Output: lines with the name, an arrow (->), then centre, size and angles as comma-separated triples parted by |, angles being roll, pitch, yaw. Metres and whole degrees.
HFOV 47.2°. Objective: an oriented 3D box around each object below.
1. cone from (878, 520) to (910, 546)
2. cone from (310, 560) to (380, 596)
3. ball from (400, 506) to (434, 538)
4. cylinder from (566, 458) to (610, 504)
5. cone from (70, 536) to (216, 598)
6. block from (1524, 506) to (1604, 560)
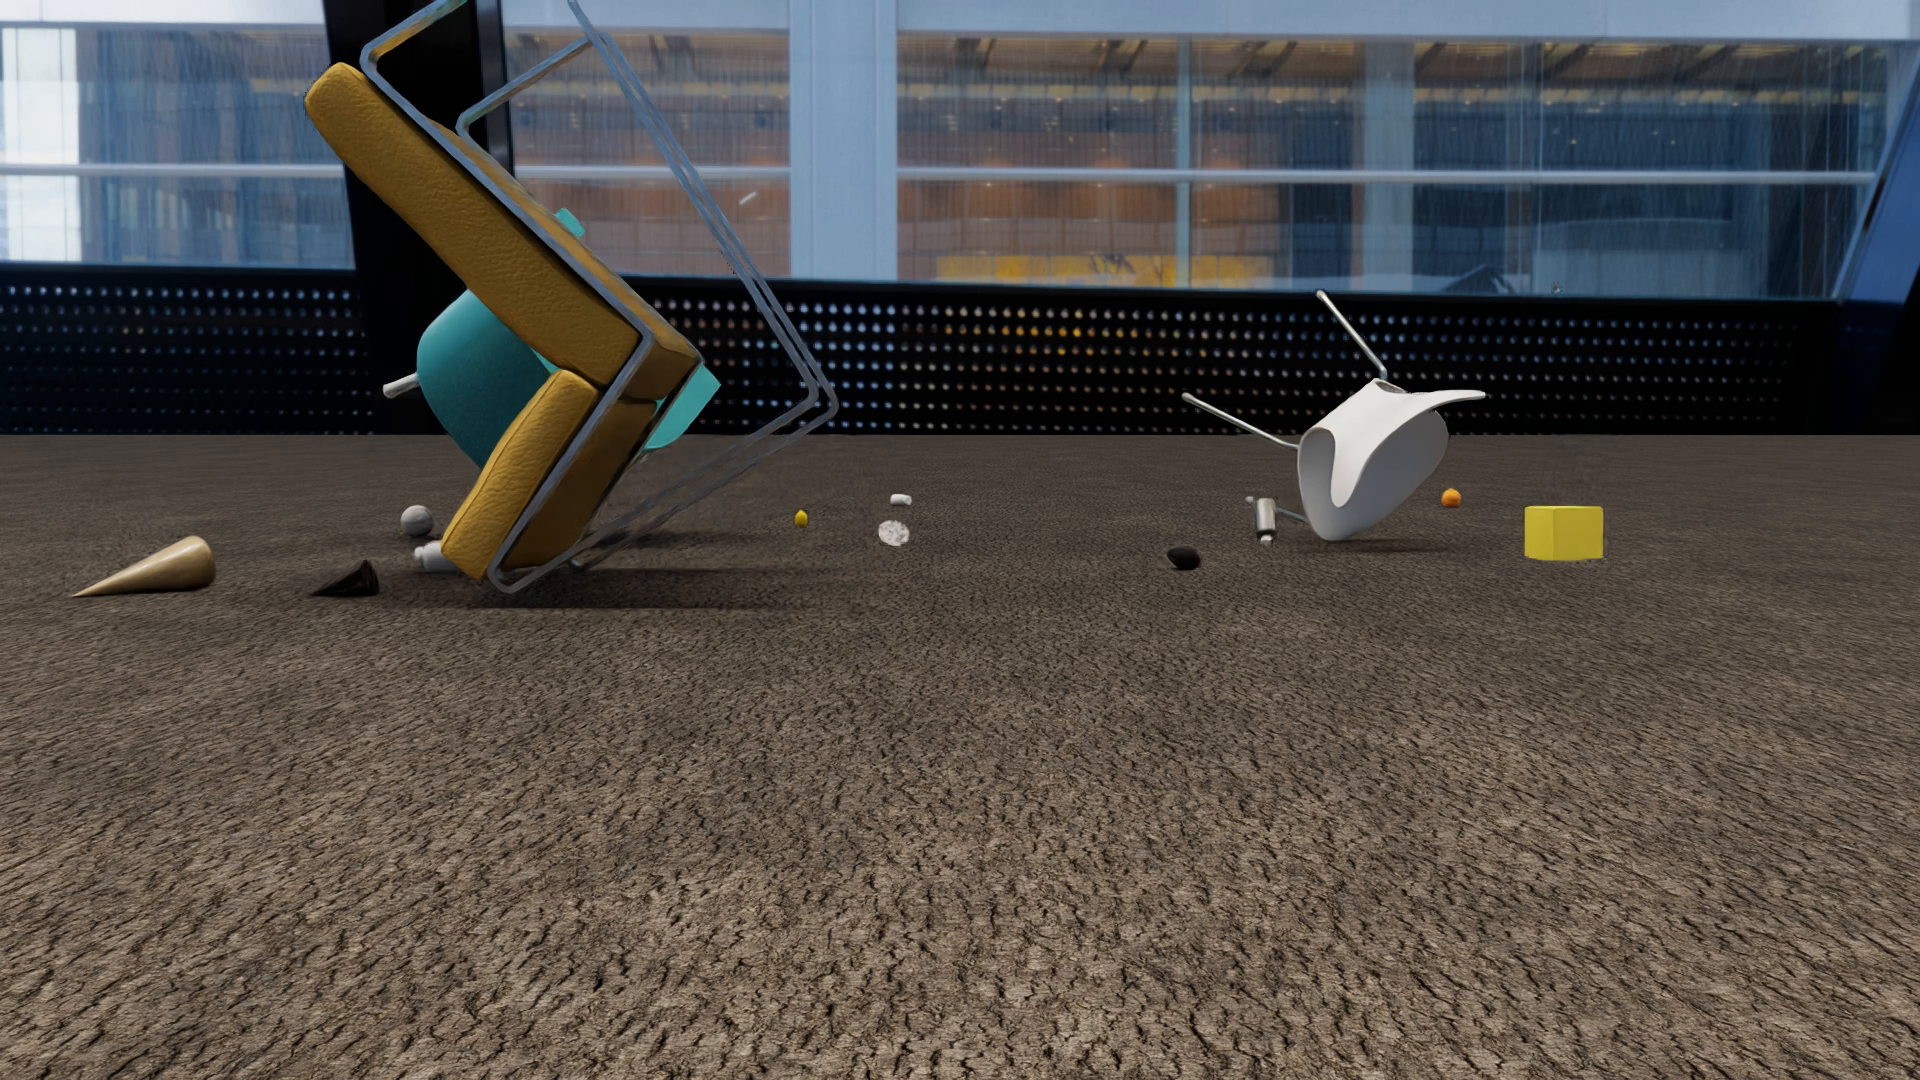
cone -> -0.185, -0.004, 6.347 | 0.078, 0.054, 0.111 | -38, 53, -15
cone -> -1.350, 0.101, 4.786 | 0.142, 0.074, 0.092 | -16, -32, 4
ball -> -1.641, -0.056, 6.648 | 0.099, 0.099, 0.099 | 0, 4, 0
cylinder -> -1.442, -0.231, 8.532 | 0.117, 0.167, 0.104 | -17, -15, -22
cone -> -1.818, 0.087, 4.843 | 0.128, 0.122, 0.325 | -3, 12, 38
block -> 1.602, -0.019, 5.832 | 0.186, 0.135, 0.101 | -2, 5, -31
